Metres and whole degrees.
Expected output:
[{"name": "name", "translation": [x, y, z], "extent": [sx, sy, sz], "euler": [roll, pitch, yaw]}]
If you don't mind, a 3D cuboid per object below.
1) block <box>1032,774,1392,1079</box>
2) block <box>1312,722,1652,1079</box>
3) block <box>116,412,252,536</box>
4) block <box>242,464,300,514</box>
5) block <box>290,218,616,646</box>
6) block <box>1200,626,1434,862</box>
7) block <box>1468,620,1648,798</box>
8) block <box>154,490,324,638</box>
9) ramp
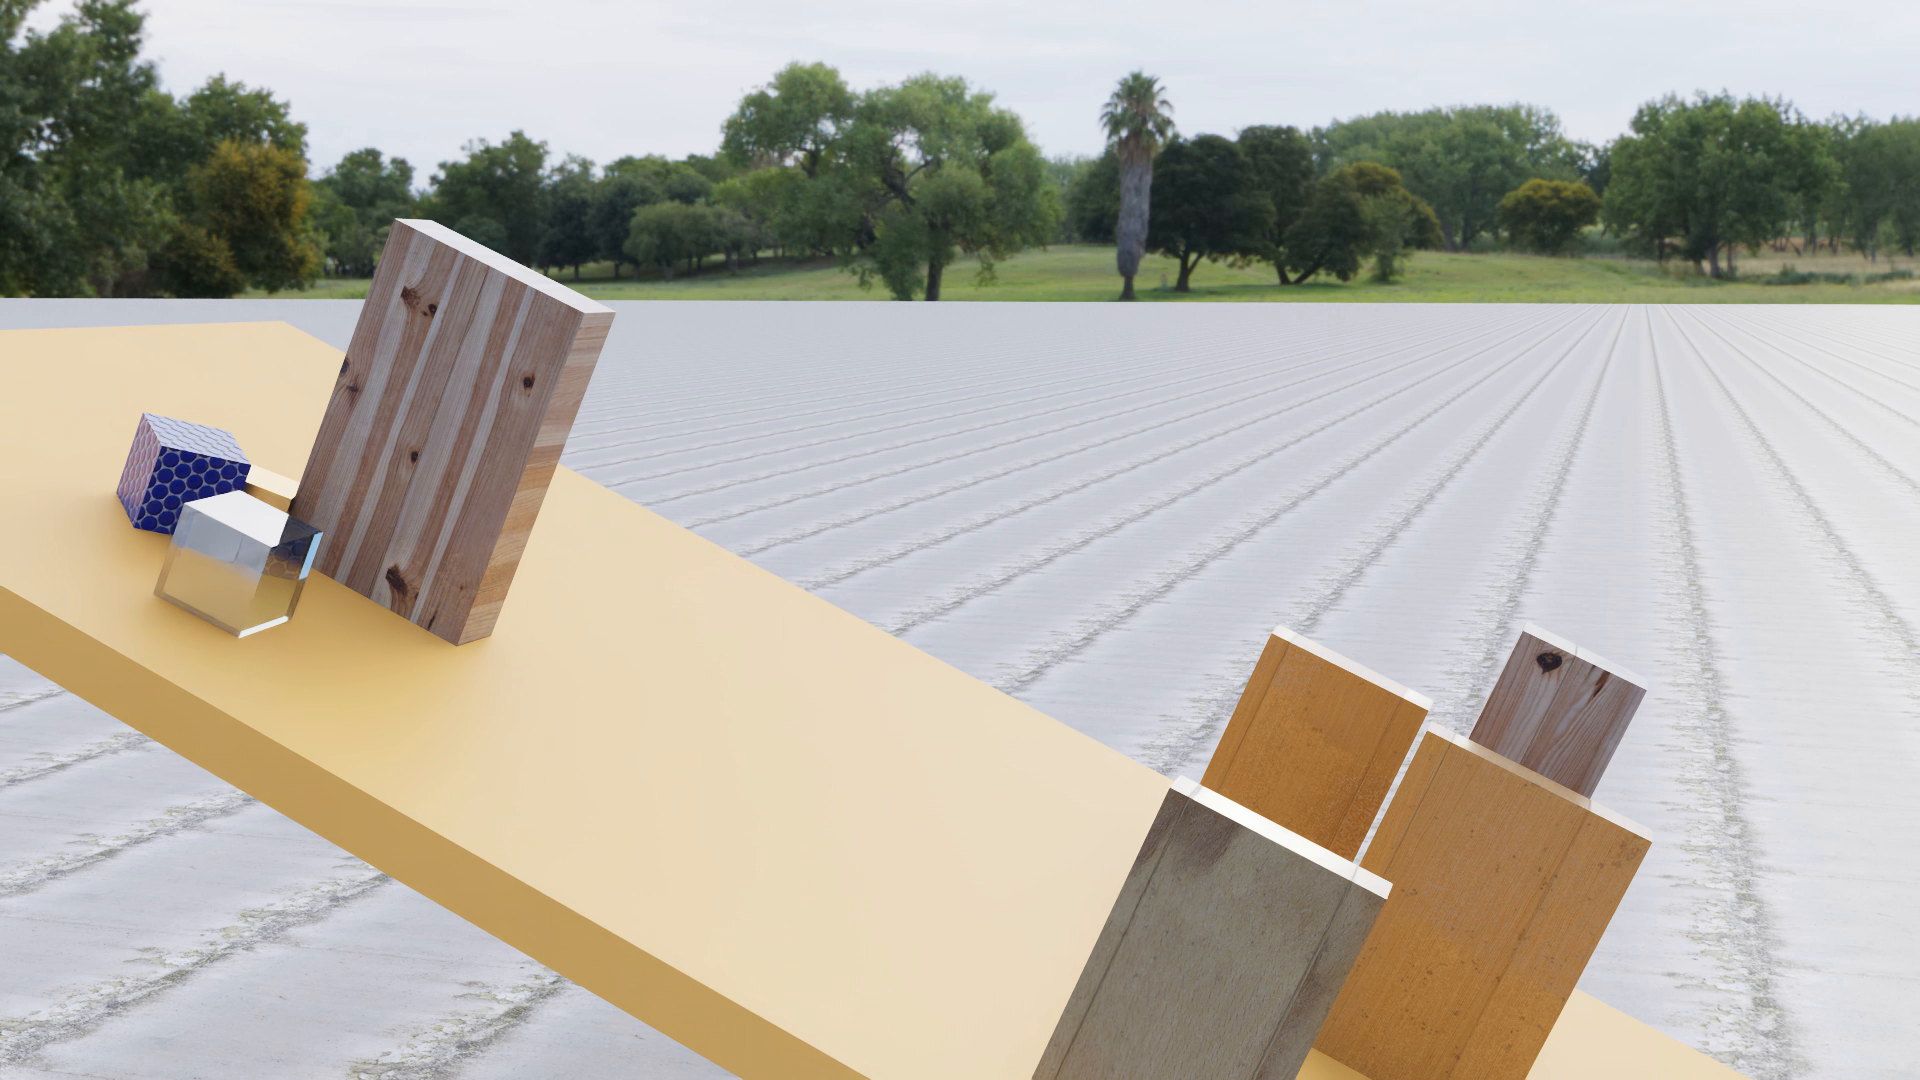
[{"name": "block", "translation": [0.350, 0.656, 3.168], "extent": [0.335, 0.536, 0.080], "euler": [27, 14, 13]}, {"name": "block", "translation": [0.870, 0.679, 3.817], "extent": [0.409, 0.605, 0.083], "euler": [27, 14, 13]}, {"name": "block", "translation": [-1.408, -0.111, 3.985], "extent": [0.162, 0.162, 0.162], "euler": [14, 17, -37]}, {"name": "block", "translation": [-1.298, -0.060, 4.088], "extent": [0.109, 0.109, 0.109], "euler": [22, 13, -7]}, {"name": "block", "translation": [-0.944, -0.198, 4.021], "extent": [0.407, 0.662, 0.125], "euler": [27, 14, 13]}, {"name": "block", "translation": [0.713, 0.480, 4.579], "extent": [0.351, 0.491, 0.110], "euler": [27, 14, 13]}, {"name": "block", "translation": [0.996, 0.558, 4.122], "extent": [0.240, 0.780, 0.120], "euler": [27, 14, 13]}, {"name": "block", "translation": [-1.216, 0.038, 3.711], "extent": [0.169, 0.169, 0.169], "euler": [26, 13, 8]}, {"name": "ramp", "translation": [-0.278, 0.480, 4.178], "extent": [4.000, 0.100, 2.000], "euler": [27, 14, 13]}]
